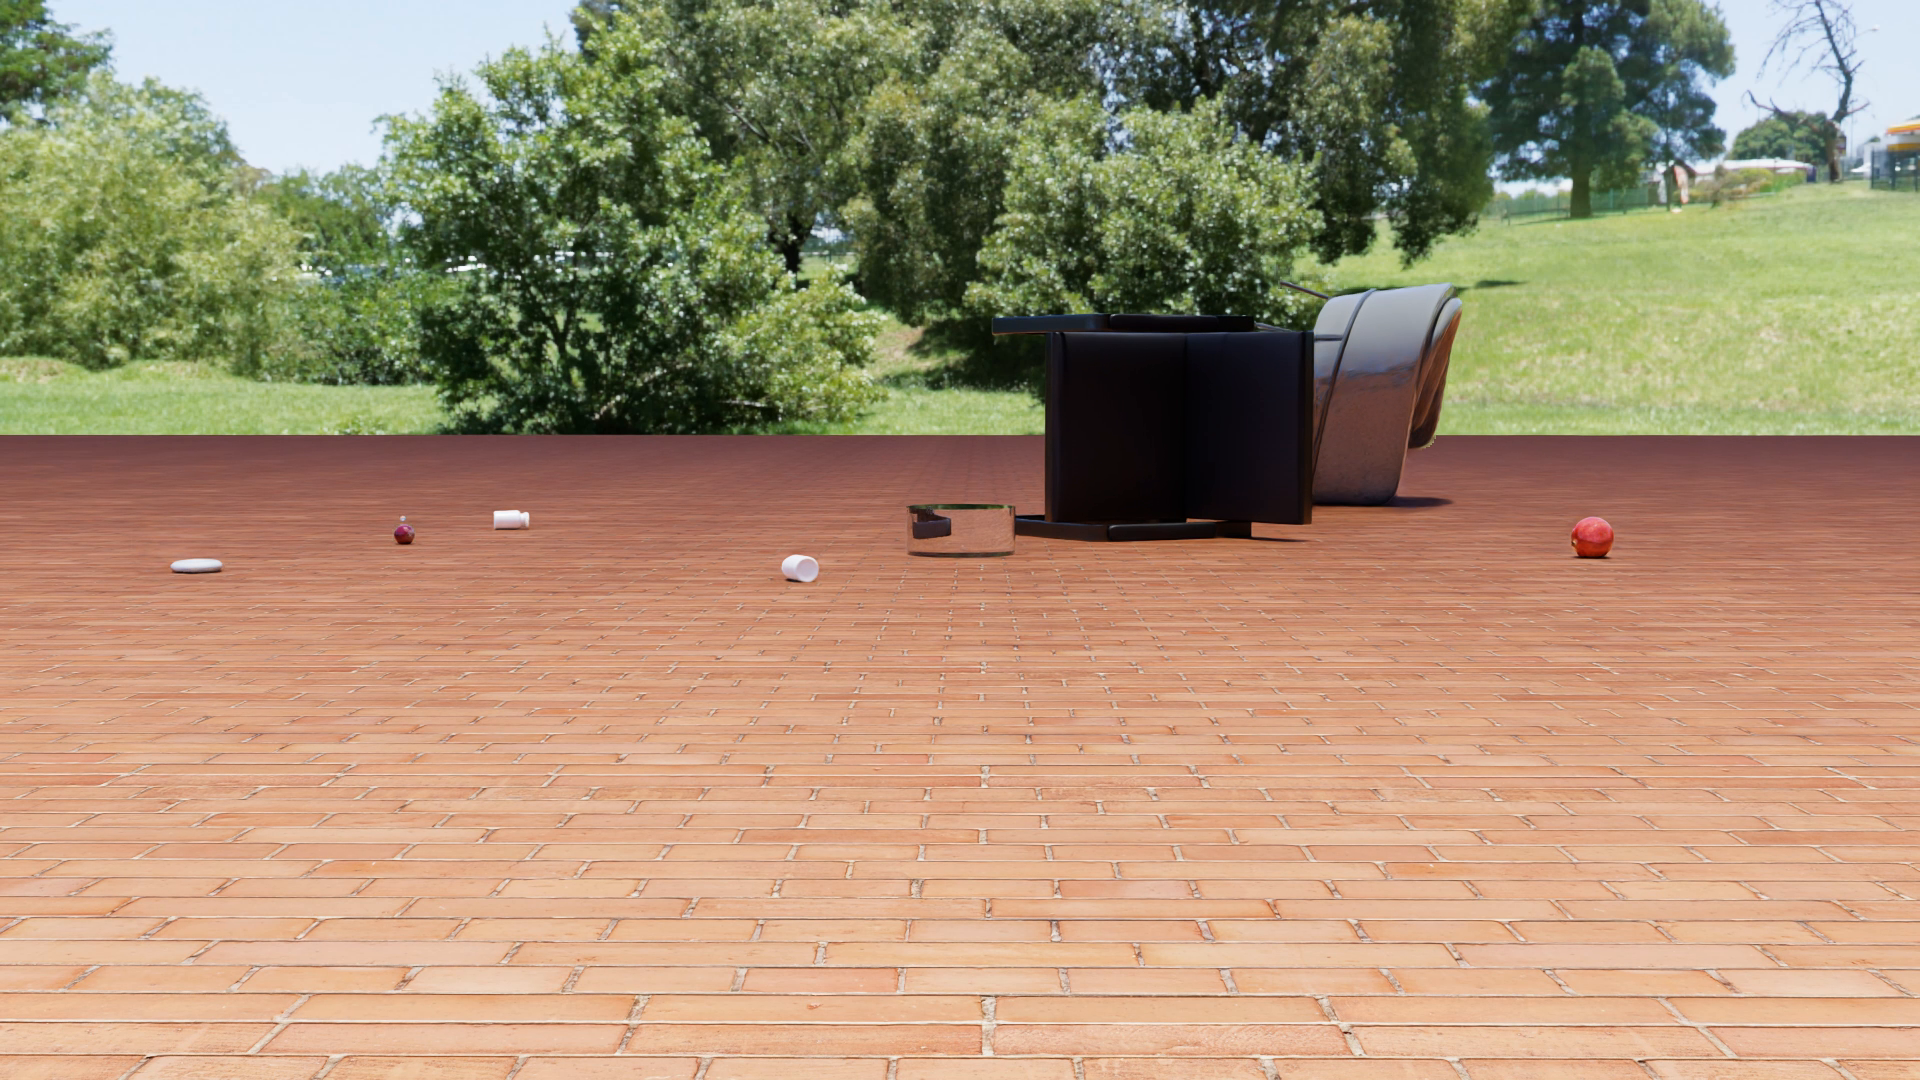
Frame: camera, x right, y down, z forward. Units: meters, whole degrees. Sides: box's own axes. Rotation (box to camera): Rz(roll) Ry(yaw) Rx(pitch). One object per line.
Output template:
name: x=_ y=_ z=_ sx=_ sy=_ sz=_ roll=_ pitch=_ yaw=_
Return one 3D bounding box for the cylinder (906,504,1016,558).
cylinder: x=0.003 y=-0.027 z=5.994 sx=0.300 sy=0.129 sz=0.295 roll=-4 pitch=5 yaw=-43

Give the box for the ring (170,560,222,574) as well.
ring: x=-1.878 y=0.064 z=5.410 sx=0.120 sy=0.028 sz=0.149 roll=-3 pitch=4 yaw=-24

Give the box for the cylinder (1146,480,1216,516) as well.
cylinder: x=0.779 y=-0.148 z=7.770 sx=0.211 sy=0.129 sz=0.168 roll=-1 pitch=1 yaw=-11
